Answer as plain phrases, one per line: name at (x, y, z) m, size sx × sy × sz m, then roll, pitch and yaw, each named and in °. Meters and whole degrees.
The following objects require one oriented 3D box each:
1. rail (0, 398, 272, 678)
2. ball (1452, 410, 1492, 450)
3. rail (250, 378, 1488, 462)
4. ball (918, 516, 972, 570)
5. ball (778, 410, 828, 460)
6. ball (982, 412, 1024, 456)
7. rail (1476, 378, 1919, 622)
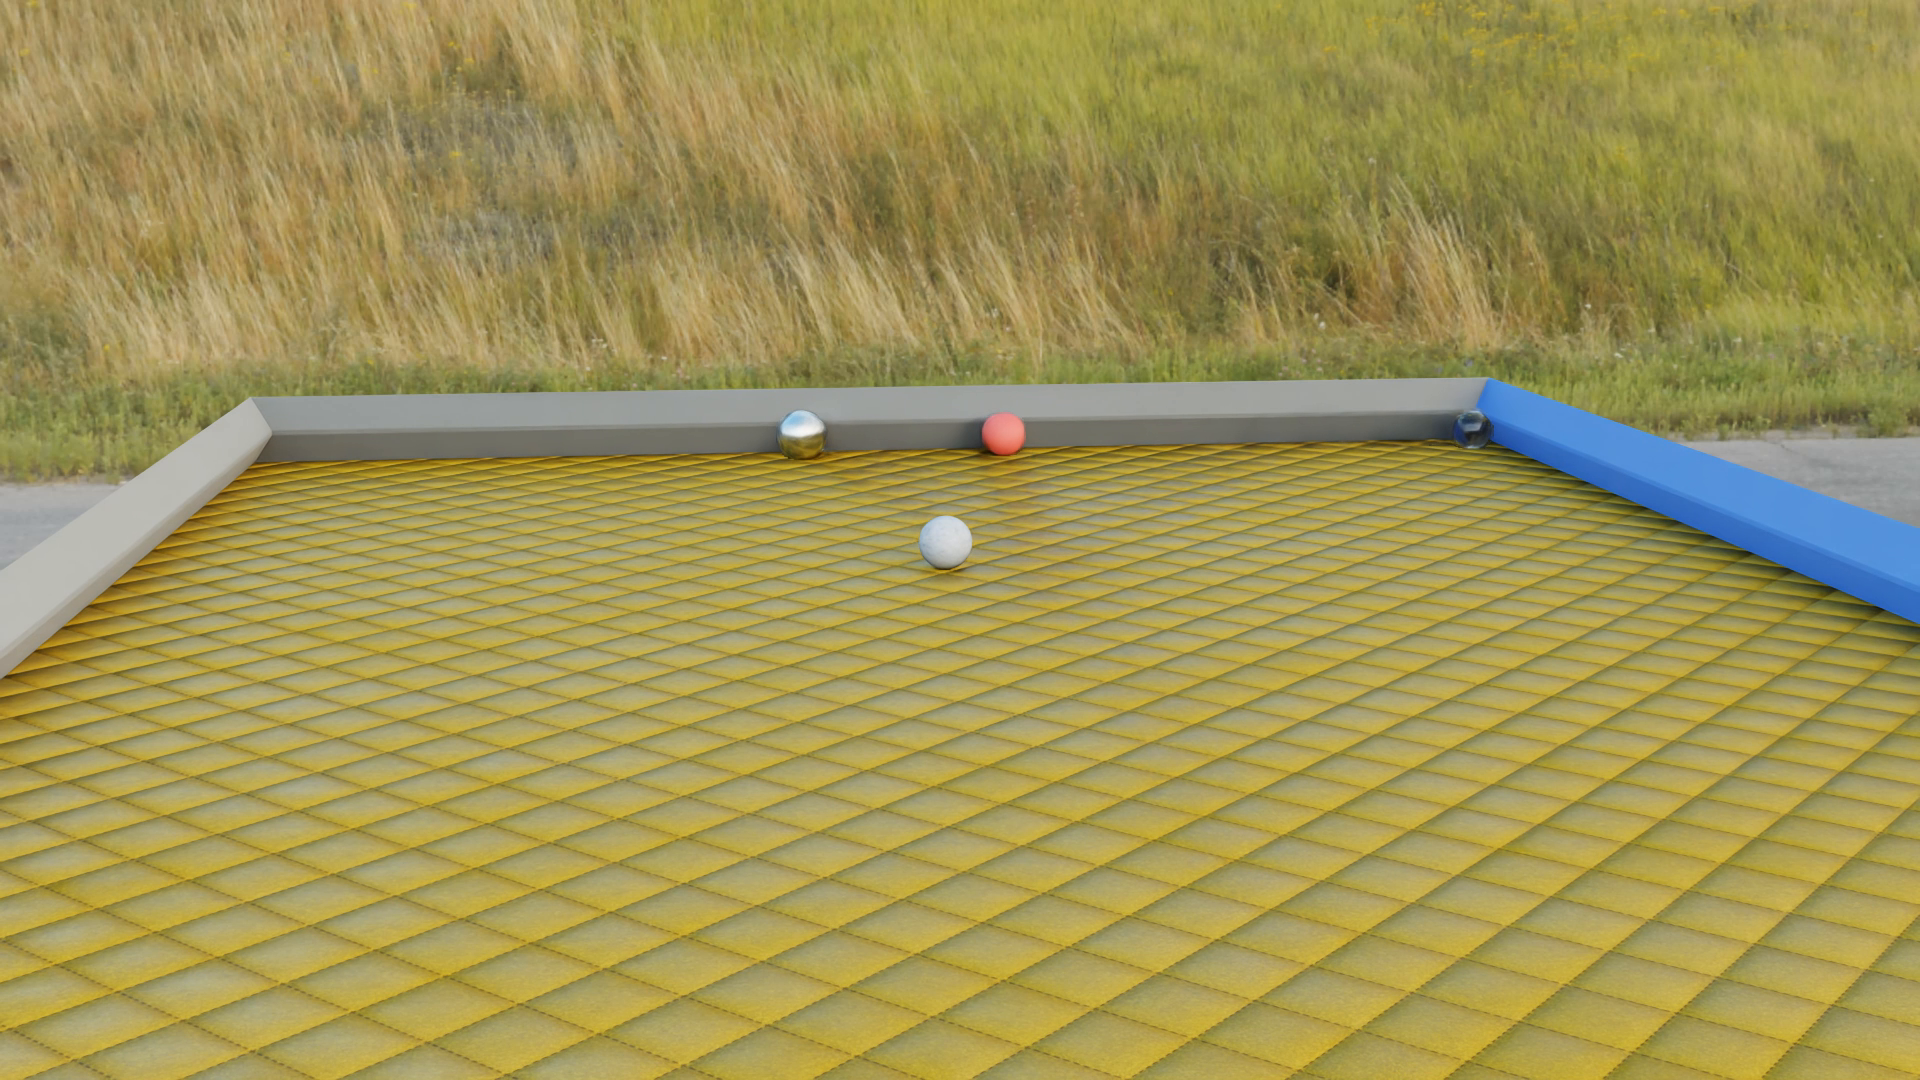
rail at (-1.048, 0.229, 2.003) m, size 0.045 × 0.123 × 4.458 m, roll -1°, pitch 12°, yaw -7°
ball at (1.009, -0.217, 4.329) m, size 0.077 × 0.077 × 0.077 m, roll 0°, pitch 11°, yaw 0°
rail at (-0.133, -0.234, 4.290) m, size 2.432 × 0.123 × 0.045 m, roll -1°, pitch 12°, yaw -7°
ball at (-0.021, 0.003, 3.234) m, size 0.079 × 0.079 × 0.079 m, roll 0°, pitch 11°, yaw 0°
ball at (-0.301, -0.201, 4.206) m, size 0.095 × 0.095 × 0.095 m, roll 0°, pitch 11°, yaw 0°
ball at (0.083, -0.205, 4.252) m, size 0.084 × 0.084 × 0.084 m, roll 0°, pitch 11°, yaw 0°
rail at (1.320, 0.172, 2.288) m, size 0.045 × 0.123 × 4.458 m, roll -1°, pitch 12°, yaw -7°
